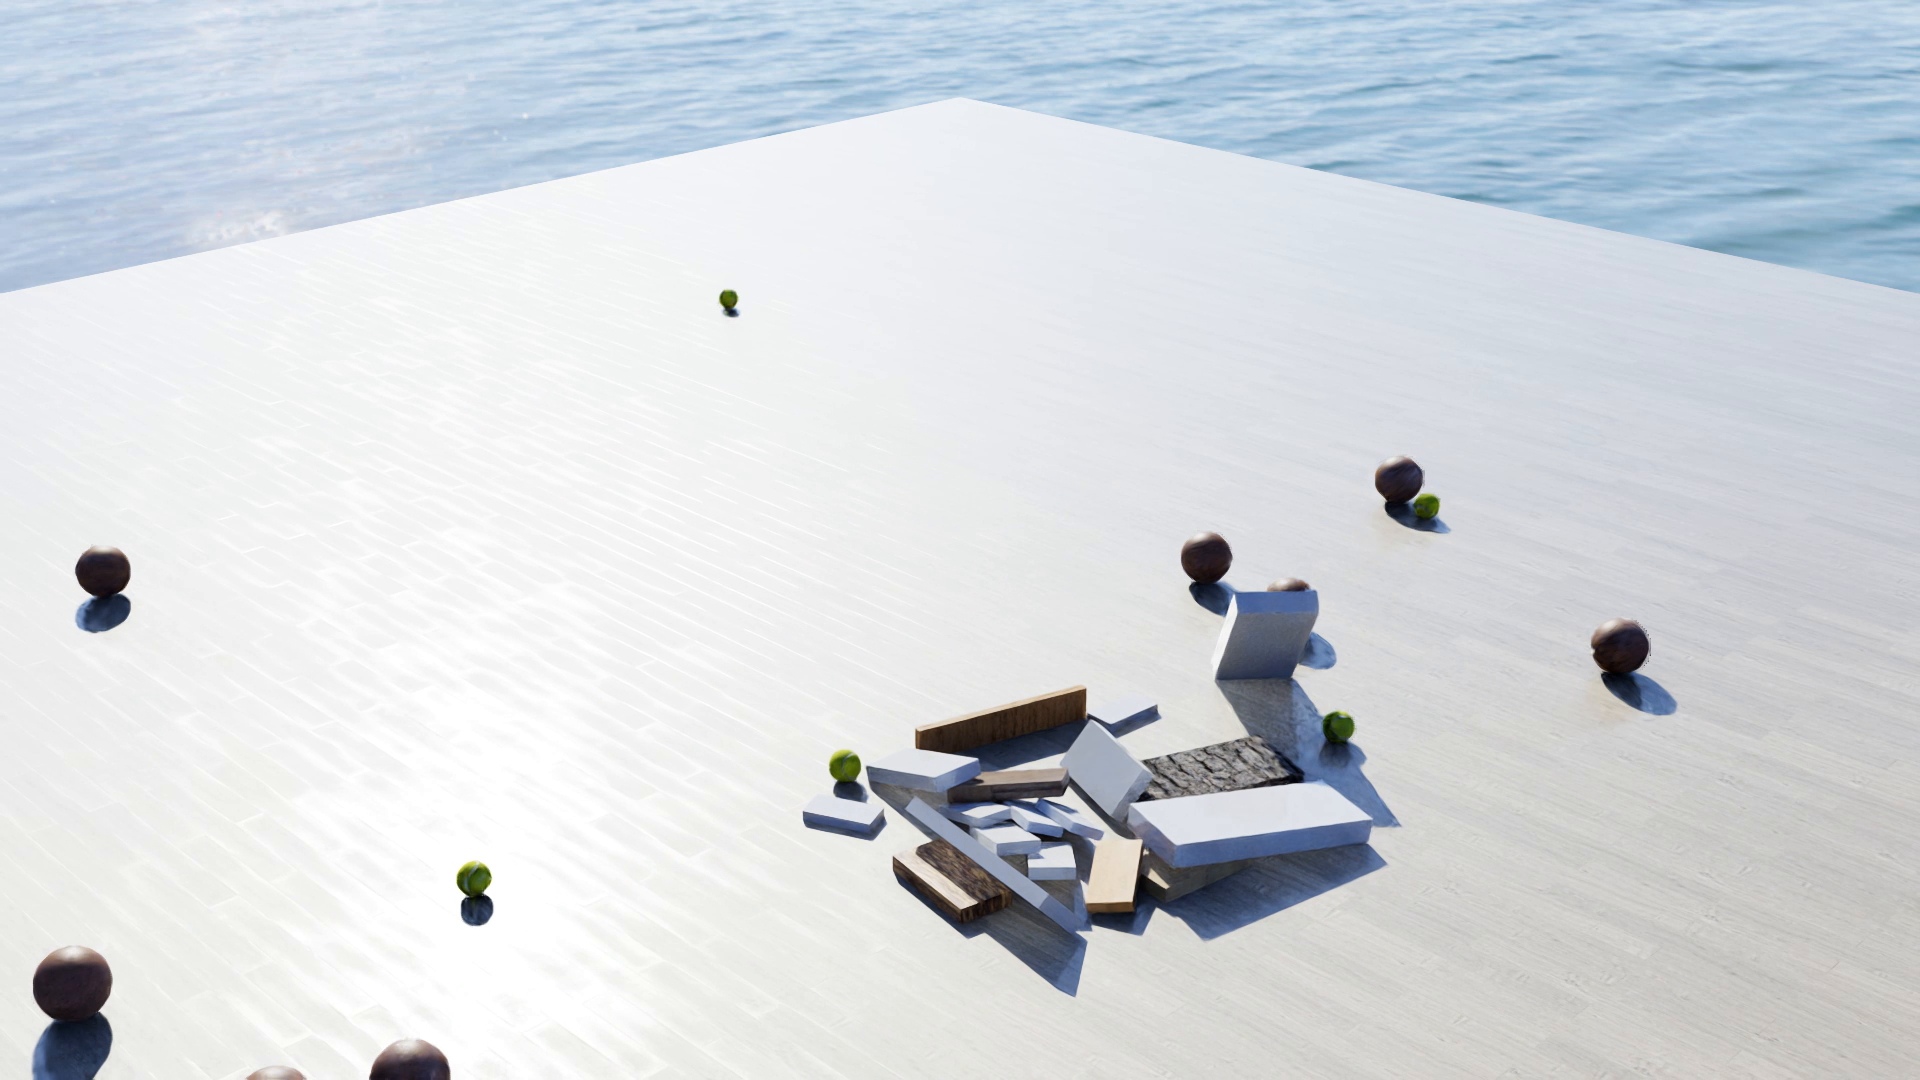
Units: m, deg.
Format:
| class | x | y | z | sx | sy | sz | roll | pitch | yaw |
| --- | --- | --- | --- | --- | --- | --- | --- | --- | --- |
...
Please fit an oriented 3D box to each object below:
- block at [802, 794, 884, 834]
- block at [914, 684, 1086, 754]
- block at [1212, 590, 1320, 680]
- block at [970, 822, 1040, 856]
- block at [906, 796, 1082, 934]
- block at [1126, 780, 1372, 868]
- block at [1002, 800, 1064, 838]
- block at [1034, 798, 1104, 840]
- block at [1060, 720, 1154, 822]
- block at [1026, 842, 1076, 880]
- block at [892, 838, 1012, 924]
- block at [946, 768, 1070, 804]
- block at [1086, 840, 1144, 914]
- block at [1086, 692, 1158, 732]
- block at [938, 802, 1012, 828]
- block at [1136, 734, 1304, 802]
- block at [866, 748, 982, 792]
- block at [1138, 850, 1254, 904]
| class | x | y | z | sx | sy | sz | roll | pitch | yaw |
| --- | --- | --- | --- | --- | --- | --- | --- | --- | --- |
| block | -0.235 | 0.551 | 4.434 | 0.148 | 0.021 | 0.074 | 9 | 24 | 20 |
| block | 0.091 | 0.393 | 4.739 | 0.415 | 0.074 | 0.021 | -12 | 26 | -27 |
| block | 0.672 | 0.213 | 4.867 | 0.178 | 0.356 | 0.050 | -1 | 63 | -3 |
| block | 0.087 | 0.581 | 4.283 | 0.089 | 0.025 | 0.177 | -3 | 5 | -17 |
| block | 0.059 | 0.614 | 4.176 | 0.033 | 0.117 | 0.436 | -53 | 40 | -7 |
| block | 0.569 | 0.555 | 4.314 | 0.451 | 0.050 | 0.178 | -3 | 21 | -26 |
| block | 0.143 | 0.552 | 4.363 | 0.076 | 0.021 | 0.151 | 13 | 6 | -20 |
| block | 0.217 | 0.553 | 4.359 | 0.076 | 0.021 | 0.151 | 21 | 3 | -28 |
| block | 0.298 | 0.471 | 4.507 | 0.033 | 0.117 | 0.234 | 32 | 5 | -32 |
| block | 0.173 | 0.615 | 4.220 | 0.089 | 0.025 | 0.177 | 0 | 8 | 0 |
| block | -0.017 | 0.648 | 4.192 | 0.117 | 0.033 | 0.233 | -15 | 27 | -31 |
| block | 0.099 | 0.498 | 4.465 | 0.234 | 0.033 | 0.117 | -4 | 6 | 10 |
| block | 0.294 | 0.637 | 4.171 | 0.089 | 0.025 | 0.177 | -4 | 32 | 14 |
| block | 0.358 | 0.379 | 4.841 | 0.148 | 0.021 | 0.074 | -19 | 29 | -37 |
| block | 0.029 | 0.544 | 4.399 | 0.076 | 0.021 | 0.151 | -14 | 11 | -32 |
| block | 0.507 | 0.495 | 4.529 | 0.356 | 0.050 | 0.178 | -10 | 25 | -22 |
| block | -0.077 | 0.472 | 4.522 | 0.117 | 0.033 | 0.234 | -19 | 13 | -37 |
| block | 0.444 | 0.625 | 4.246 | 0.233 | 0.033 | 0.117 | -17 | 28 | -34 |
